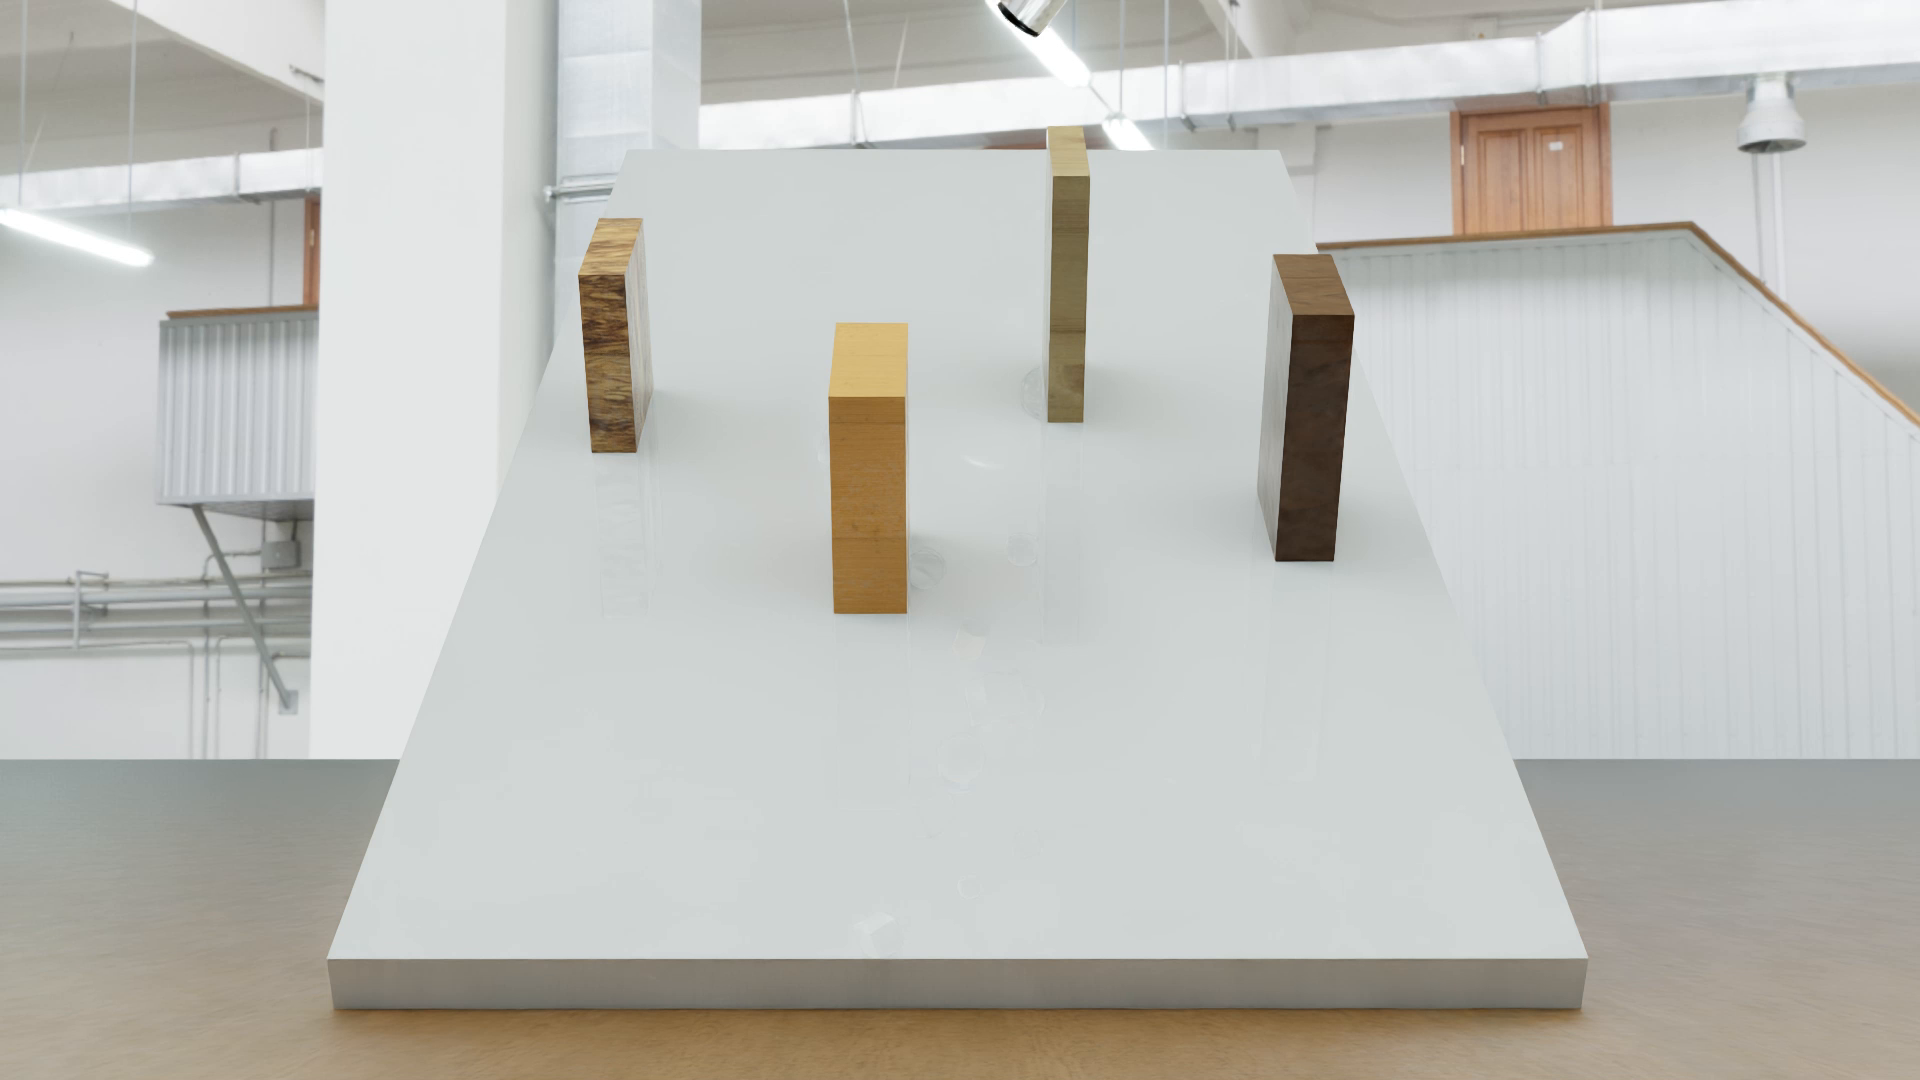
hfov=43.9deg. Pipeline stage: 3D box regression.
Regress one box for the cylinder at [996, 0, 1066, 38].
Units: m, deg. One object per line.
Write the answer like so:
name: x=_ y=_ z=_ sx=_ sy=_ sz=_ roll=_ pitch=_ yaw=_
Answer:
cylinder: x=0.219 y=-1.604 z=7.081 sx=0.157 sy=0.157 sz=0.157 roll=7 pitch=-49 yaw=-52

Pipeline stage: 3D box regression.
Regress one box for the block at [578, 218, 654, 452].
block: x=-0.785 y=-0.472 z=5.464 sx=0.102 sy=0.431 sz=0.356 roll=0 pitch=28 yaw=0

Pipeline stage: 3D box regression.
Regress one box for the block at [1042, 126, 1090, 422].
block: x=0.246 y=-0.623 z=5.576 sx=0.083 sy=0.601 sz=0.357 roll=0 pitch=28 yaw=0

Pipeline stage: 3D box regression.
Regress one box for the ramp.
ramp: x=-0.011 y=-0.224 z=5.567 sx=2.000 sy=0.100 sz=4.000 roll=0 pitch=28 yaw=0

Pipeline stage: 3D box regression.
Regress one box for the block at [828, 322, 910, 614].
block: x=-0.179 y=-0.148 z=4.806 sx=0.146 sy=0.474 sz=0.366 roll=0 pitch=28 yaw=0

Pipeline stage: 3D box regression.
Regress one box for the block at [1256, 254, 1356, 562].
block: x=0.716 y=-0.277 z=4.972 sx=0.123 sy=0.552 sz=0.333 roll=0 pitch=28 yaw=0
